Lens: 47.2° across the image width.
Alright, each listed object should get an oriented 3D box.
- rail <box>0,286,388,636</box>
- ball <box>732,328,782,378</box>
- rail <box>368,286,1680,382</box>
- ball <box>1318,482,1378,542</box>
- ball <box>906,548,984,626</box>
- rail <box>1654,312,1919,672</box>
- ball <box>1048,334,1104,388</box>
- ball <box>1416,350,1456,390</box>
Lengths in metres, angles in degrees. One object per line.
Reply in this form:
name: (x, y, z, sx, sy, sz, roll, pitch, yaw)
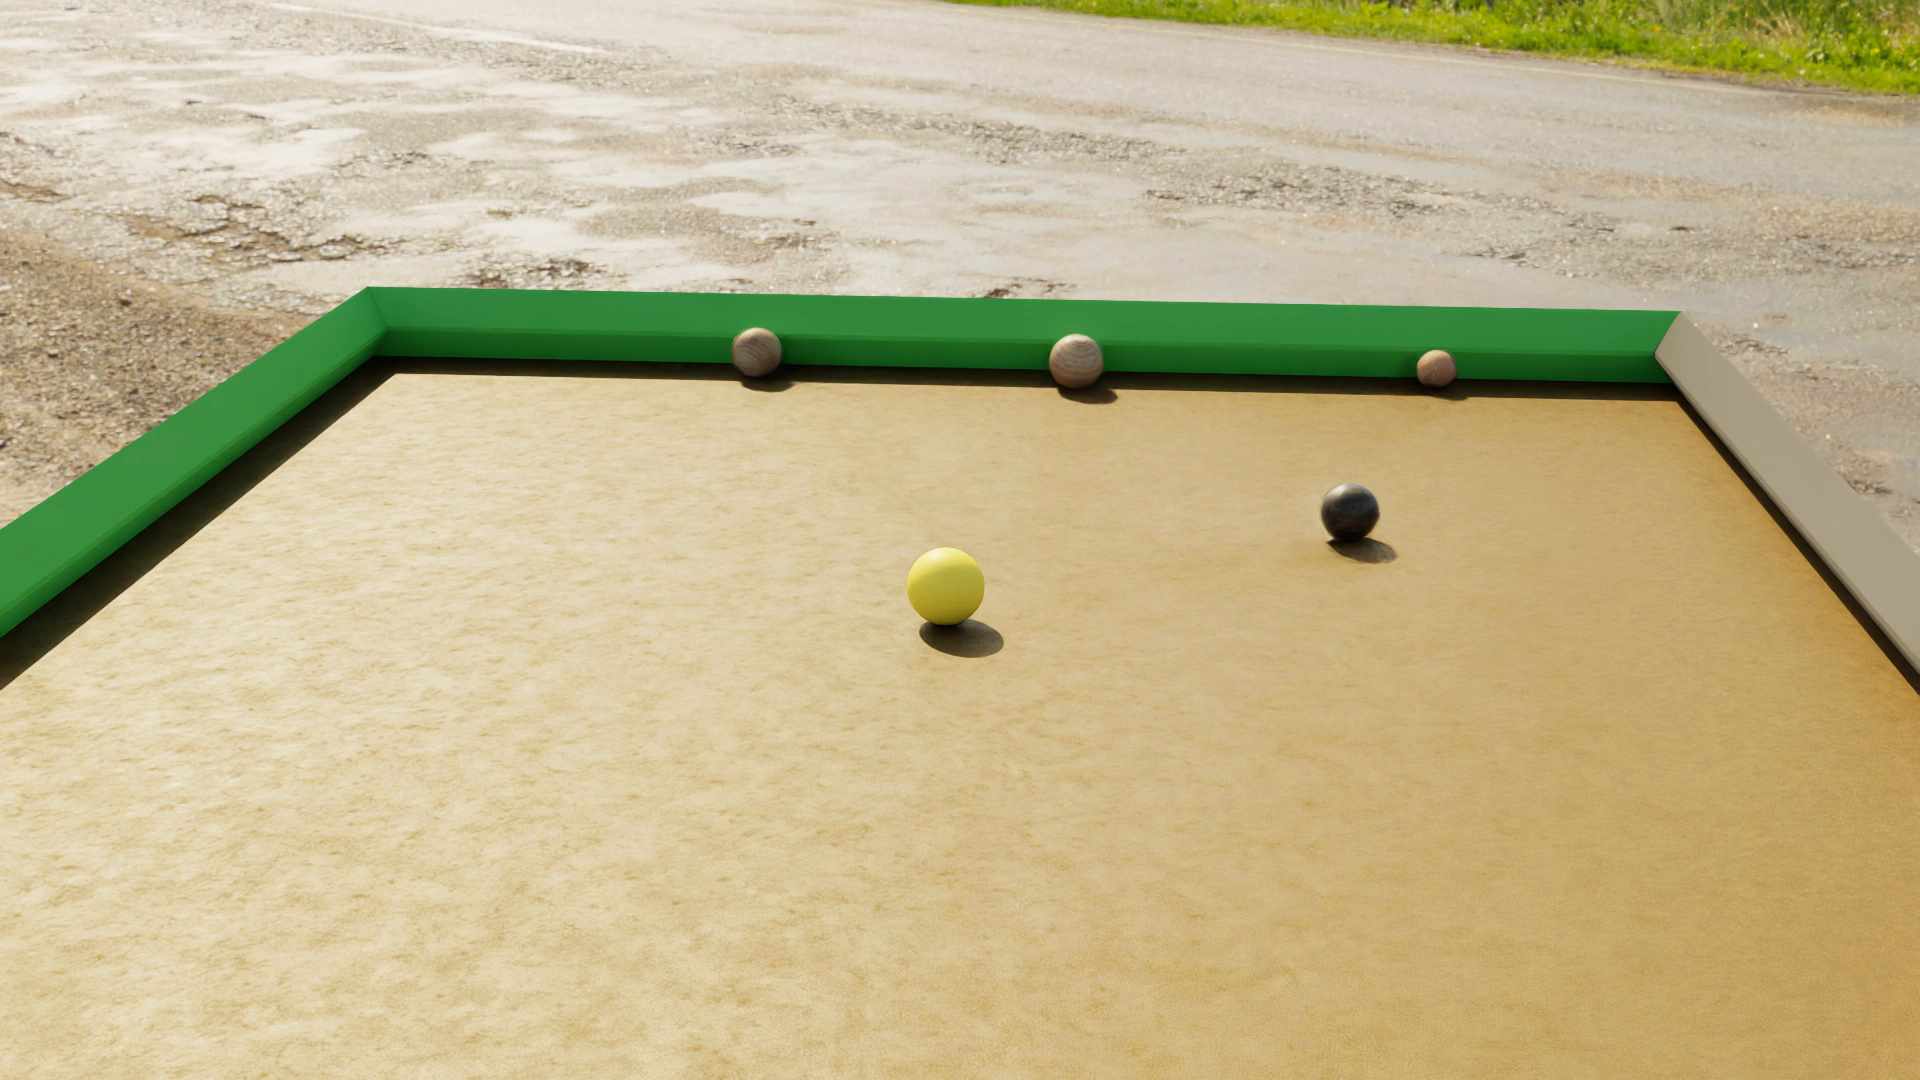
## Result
rail: (-1.083, 0.264, 1.793, 0.045, 0.112, 3.736, 2, 19, 4)
ball: (-0.316, -0.292, 3.430, 0.078, 0.078, 0.078, 0, 19, 0)
rail: (0.075, -0.318, 3.449, 2.067, 0.112, 0.045, 2, 19, 4)
ball: (0.478, -0.034, 2.704, 0.072, 0.072, 0.072, 0, 19, 0)
ball: (-0.016, 0.051, 2.439, 0.087, 0.087, 0.087, 0, 19, 0)
rail: (0.930, 0.319, 1.637, 0.045, 0.112, 3.736, 2, 19, 4)
ball: (0.178, -0.274, 3.369, 0.084, 0.084, 0.084, 0, 19, 0)
ball: (0.729, -0.261, 3.367, 0.060, 0.060, 0.060, 0, 19, 0)
